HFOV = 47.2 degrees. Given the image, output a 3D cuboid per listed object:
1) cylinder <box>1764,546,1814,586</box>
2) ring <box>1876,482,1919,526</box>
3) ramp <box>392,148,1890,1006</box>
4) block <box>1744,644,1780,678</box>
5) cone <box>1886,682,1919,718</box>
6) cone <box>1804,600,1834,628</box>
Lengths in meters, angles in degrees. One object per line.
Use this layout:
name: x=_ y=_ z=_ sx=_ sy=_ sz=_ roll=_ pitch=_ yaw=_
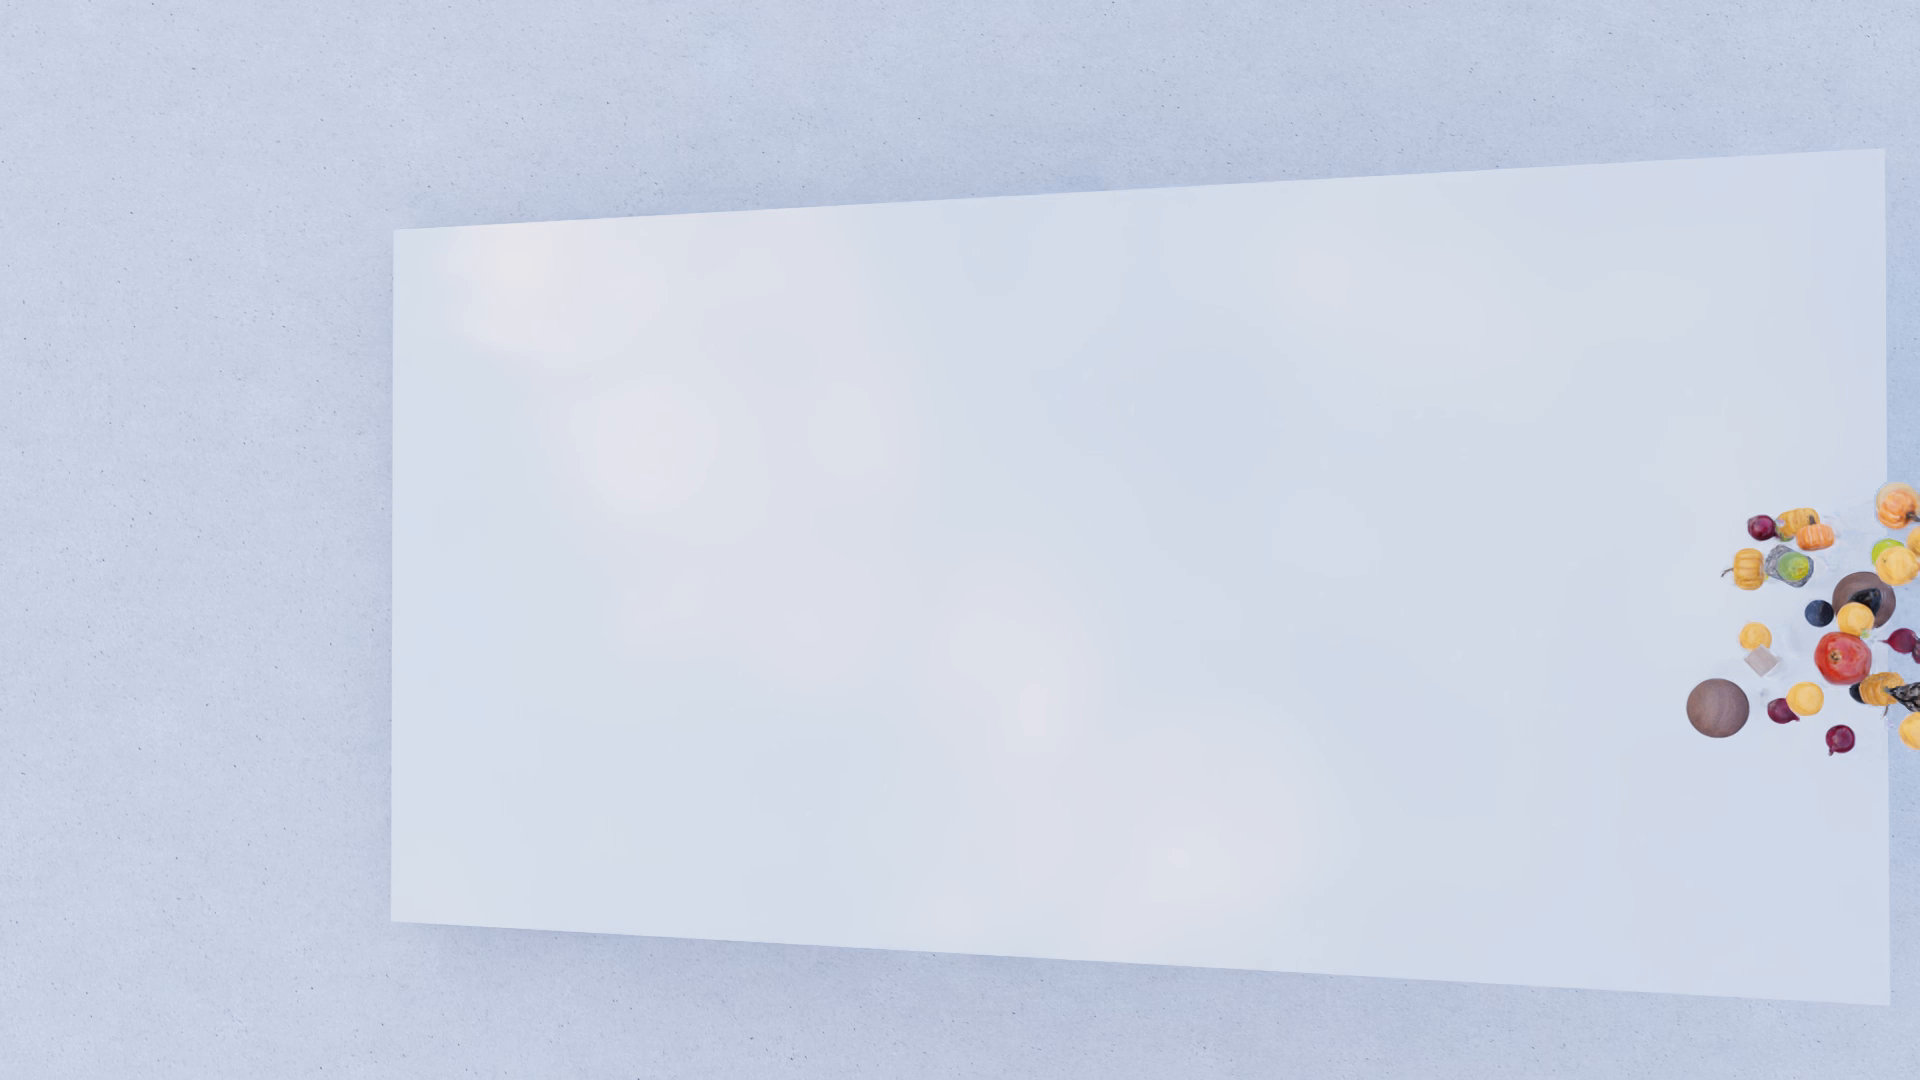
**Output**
cylinder: x=1.734 y=0.055 z=4.597 sx=0.070 sy=0.070 sz=0.070 roll=16 pitch=89 yaw=-23
ring: x=1.982 y=-0.077 z=4.642 sx=0.094 sy=0.031 sz=0.094 roll=0 pitch=77 yaw=0
ramp: x=0.276 y=0.093 z=5.793 sx=4.000 sy=0.100 sz=2.000 roll=0 pitch=89 yaw=18
block: x=1.788 y=0.269 z=4.906 sx=0.054 sy=0.054 sz=0.054 roll=-45 pitch=76 yaw=11
cone: x=1.941 y=0.318 z=4.509 sx=0.090 sy=0.090 sz=0.090 roll=13 pitch=89 yaw=10
cone: x=1.935 y=0.162 z=4.949 sx=0.062 sy=0.062 sz=0.062 roll=2 pitch=95 yaw=22
